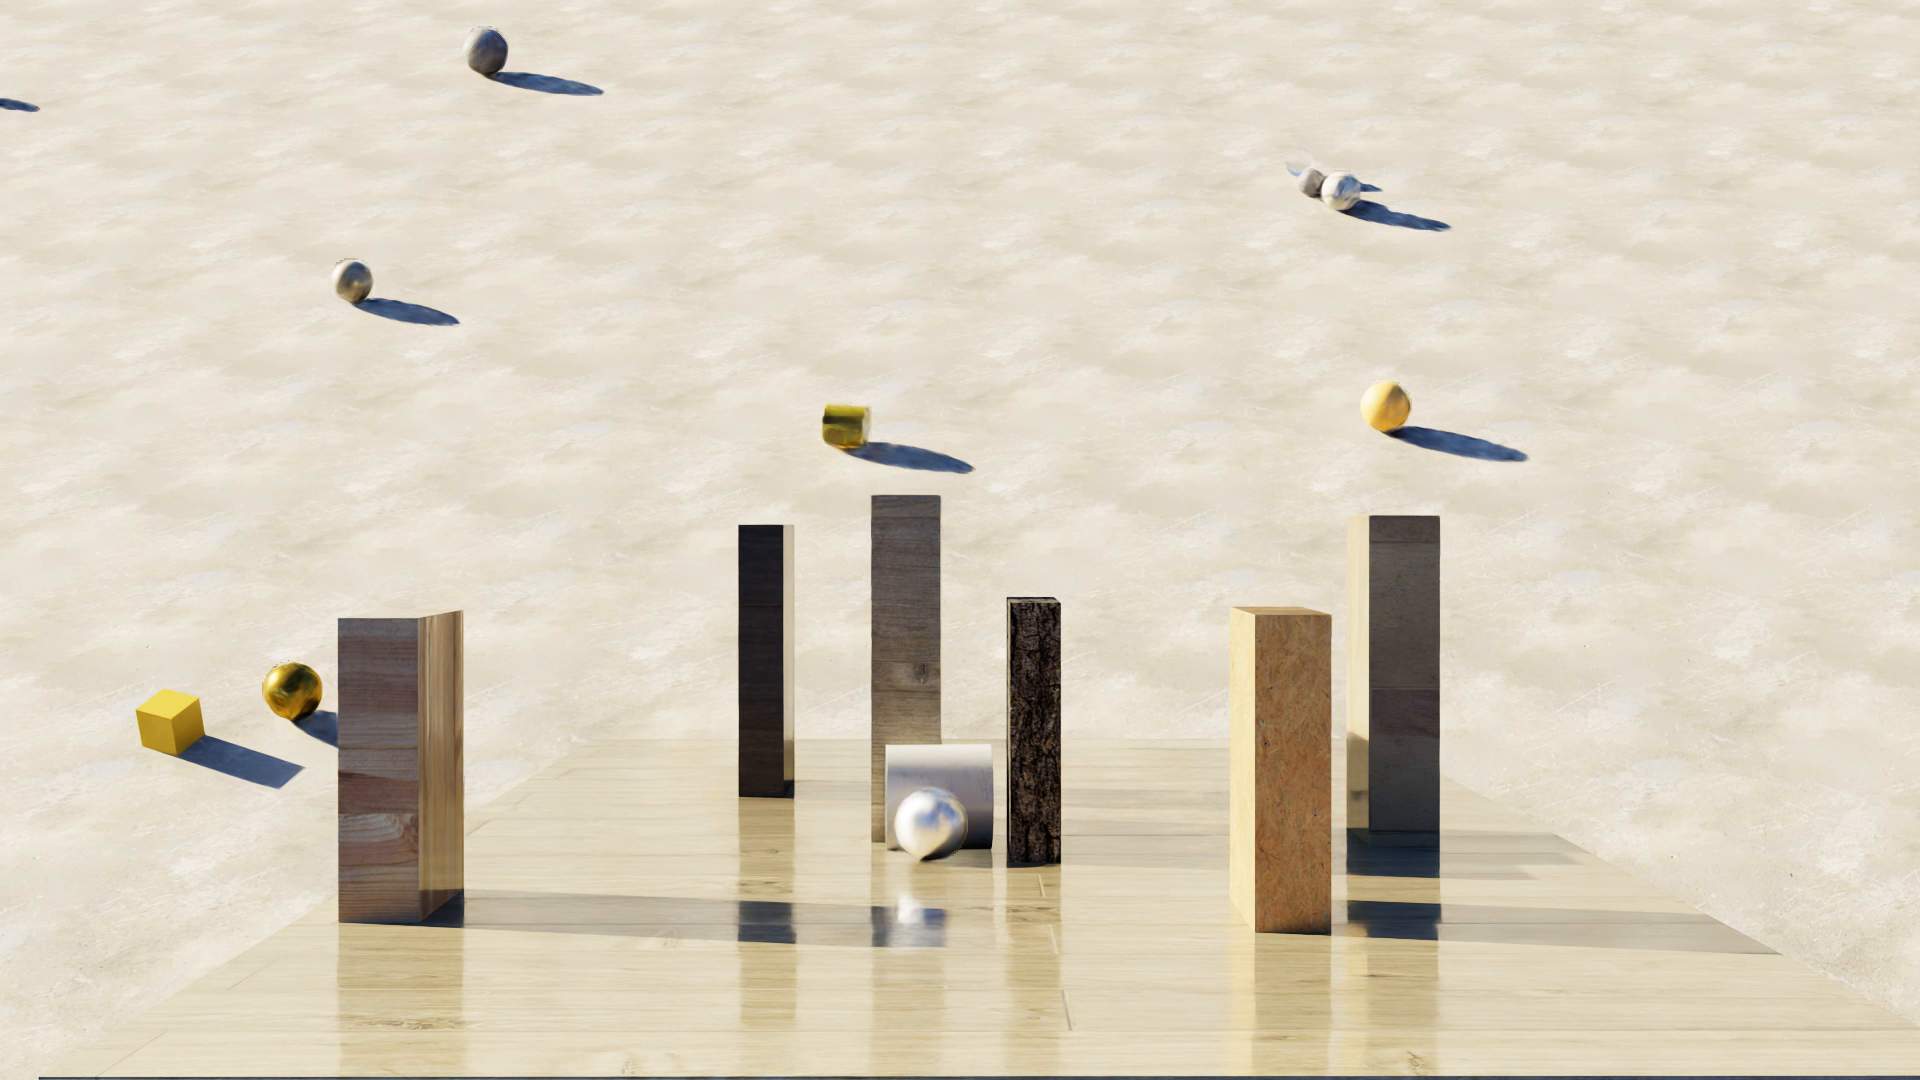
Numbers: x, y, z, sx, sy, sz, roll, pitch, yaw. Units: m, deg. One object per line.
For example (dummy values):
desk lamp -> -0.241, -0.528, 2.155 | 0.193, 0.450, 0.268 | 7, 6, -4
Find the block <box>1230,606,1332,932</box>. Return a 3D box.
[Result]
block -> 0.454, 0.317, 3.683 | 0.105, 0.434, 0.320 | 0, 0, 0

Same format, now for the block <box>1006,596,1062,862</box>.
block -> 0.124, 0.315, 4.403 | 0.084, 0.426, 0.324 | 0, 0, 0

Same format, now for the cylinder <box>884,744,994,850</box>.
cylinder -> -0.037, 0.439, 4.417 | 0.179, 0.179, 0.179 | 0, 29, -3

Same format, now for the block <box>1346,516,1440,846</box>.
block -> 0.765, 0.241, 4.581 | 0.123, 0.570, 0.256 | 0, 0, 0

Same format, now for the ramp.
ramp -> 0.064, 0.576, 4.620 | 2.000, 0.100, 4.000 | 0, 0, 0

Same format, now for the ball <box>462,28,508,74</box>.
ball -> -2.115, -2.179, 11.529 | 0.203, 0.203, 0.203 | 0, 29, 0

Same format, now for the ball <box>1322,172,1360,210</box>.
ball -> 1.487, -1.361, 10.082 | 0.151, 0.151, 0.151 | 0, 29, 0

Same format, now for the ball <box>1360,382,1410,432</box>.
ball -> 1.377, -0.432, 8.365 | 0.160, 0.160, 0.160 | 0, 29, 0

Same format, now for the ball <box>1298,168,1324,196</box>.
ball -> 1.390, -1.414, 10.224 | 0.108, 0.108, 0.108 | 0, 29, 0

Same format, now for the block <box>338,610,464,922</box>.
block -> -0.814, 0.321, 3.780 | 0.113, 0.426, 0.333 | 0, 0, 0

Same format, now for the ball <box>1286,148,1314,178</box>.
ball -> 1.368, -1.519, 10.408 | 0.116, 0.116, 0.116 | 0, 29, 0

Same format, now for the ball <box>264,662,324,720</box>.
ball -> -1.765, 0.400, 6.845 | 0.152, 0.152, 0.152 | 0, 29, 0

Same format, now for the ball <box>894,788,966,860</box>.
ball -> -0.048, 0.470, 4.271 | 0.119, 0.119, 0.119 | 0, 29, 0

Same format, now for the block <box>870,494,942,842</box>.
block -> -0.094, 0.223, 4.711 | 0.122, 0.606, 0.412 | 0, 0, 0

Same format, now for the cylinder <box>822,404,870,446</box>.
cylinder -> -0.363, -0.369, 8.279 | 0.130, 0.130, 0.130 | 4, 29, 9

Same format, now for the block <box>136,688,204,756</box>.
block -> -2.061, 0.475, 6.748 | 0.114, 0.114, 0.114 | 12, 31, 21

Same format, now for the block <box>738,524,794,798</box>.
block -> -0.404, 0.243, 5.412 | 0.092, 0.553, 0.349 | 0, 0, 0

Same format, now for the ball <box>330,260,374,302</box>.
ball -> -2.185, -0.931, 9.292 | 0.150, 0.150, 0.150 | 0, 29, 0
